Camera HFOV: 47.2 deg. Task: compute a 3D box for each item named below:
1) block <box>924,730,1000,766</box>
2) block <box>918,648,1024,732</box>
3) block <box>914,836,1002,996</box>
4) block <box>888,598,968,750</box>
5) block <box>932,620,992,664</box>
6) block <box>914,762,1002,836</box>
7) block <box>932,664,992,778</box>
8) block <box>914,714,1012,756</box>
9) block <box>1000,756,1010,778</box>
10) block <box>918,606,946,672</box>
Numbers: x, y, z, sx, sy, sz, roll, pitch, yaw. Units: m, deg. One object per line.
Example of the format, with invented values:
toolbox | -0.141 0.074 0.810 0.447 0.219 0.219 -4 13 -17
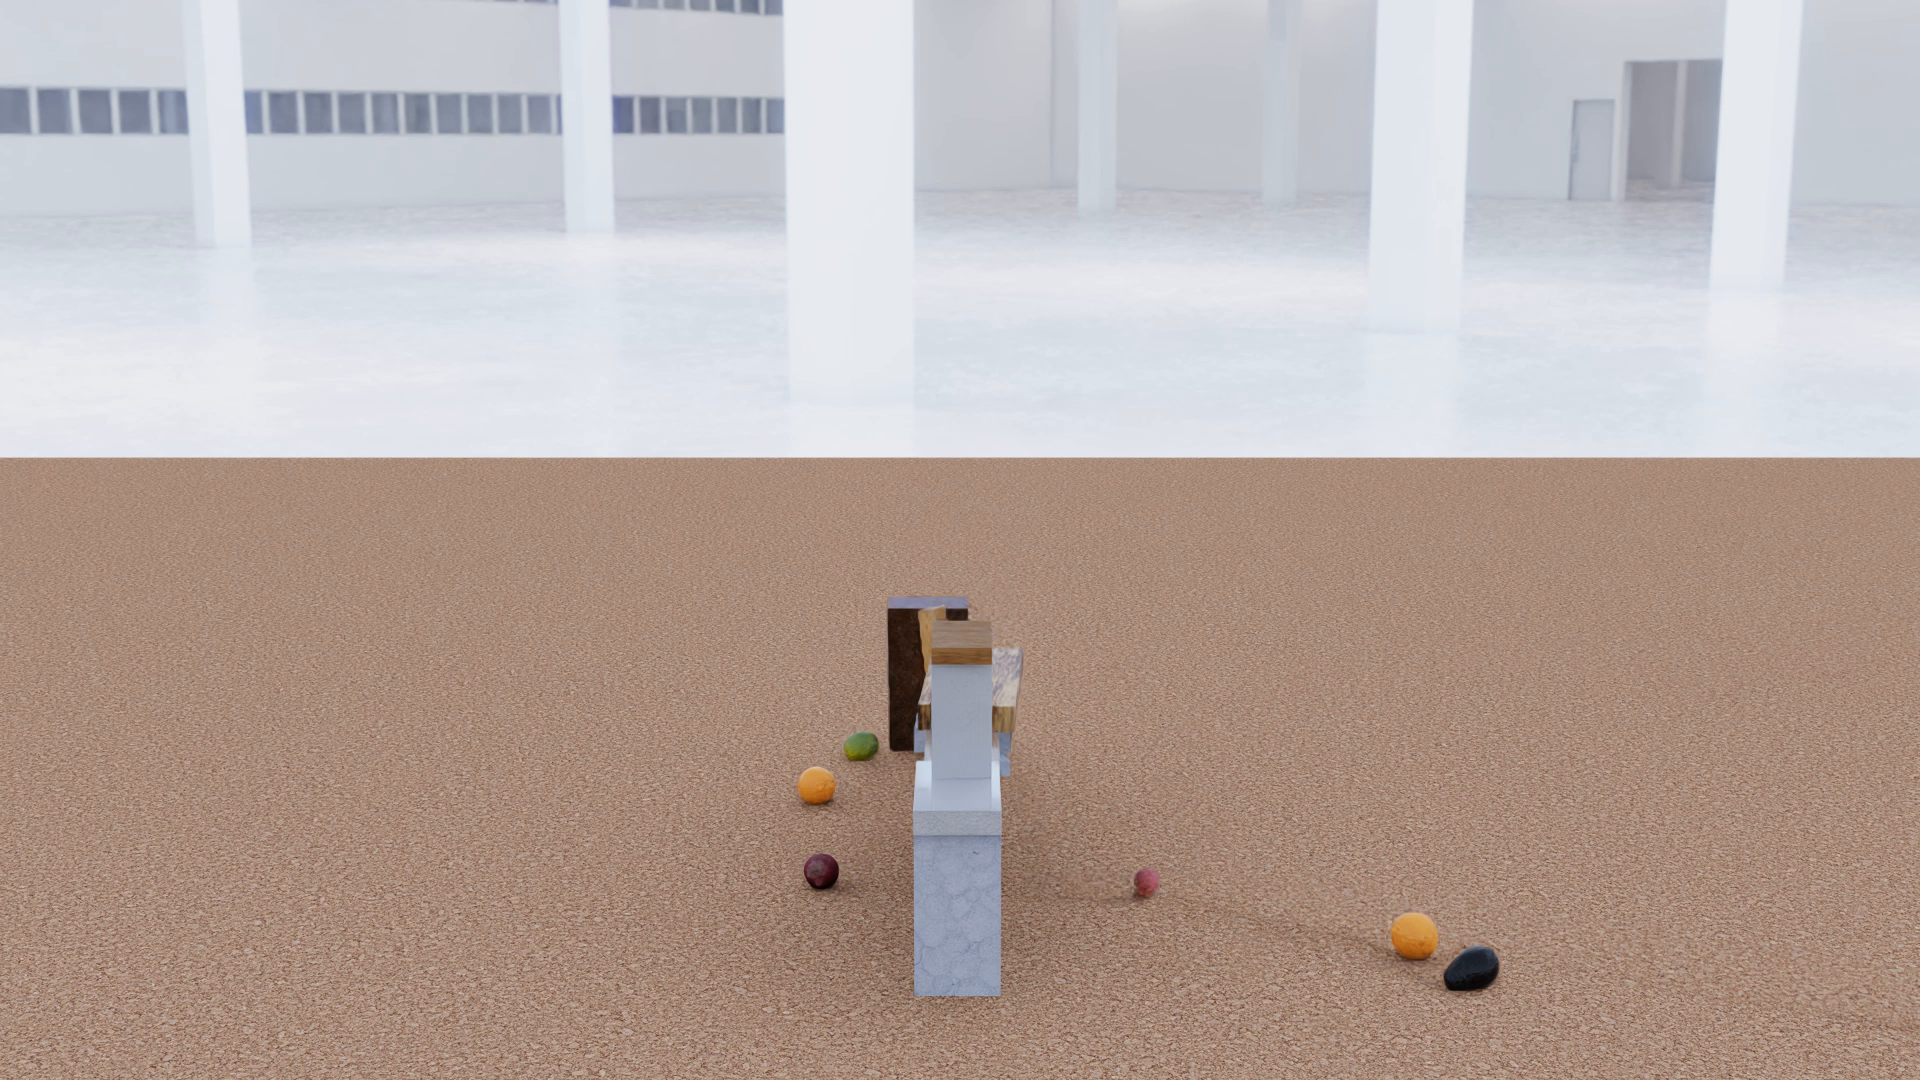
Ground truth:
block | 0.003 0.354 3.537 0.120 0.034 0.239 0 11 0
block | 0.022 0.258 3.825 0.162 0.046 0.323 1 15 4
block | -0.004 0.542 3.230 0.127 0.255 0.036 0 11 0
block | -0.063 0.274 4.466 0.162 0.331 0.046 0 27 0
block | 0.003 0.156 3.353 0.090 0.026 0.181 0 11 0
block | -0.004 0.384 3.287 0.127 0.036 0.255 0 11 0
block | 0.002 0.268 3.313 0.090 0.181 0.026 0 11 0
block | 0.012 0.298 3.851 0.162 0.046 0.323 1 14 3
block | 0.014 0.366 3.743 0.095 0.027 0.191 -2 11 -13
block | -0.041 0.248 4.266 0.033 0.232 0.116 -7 2 10
